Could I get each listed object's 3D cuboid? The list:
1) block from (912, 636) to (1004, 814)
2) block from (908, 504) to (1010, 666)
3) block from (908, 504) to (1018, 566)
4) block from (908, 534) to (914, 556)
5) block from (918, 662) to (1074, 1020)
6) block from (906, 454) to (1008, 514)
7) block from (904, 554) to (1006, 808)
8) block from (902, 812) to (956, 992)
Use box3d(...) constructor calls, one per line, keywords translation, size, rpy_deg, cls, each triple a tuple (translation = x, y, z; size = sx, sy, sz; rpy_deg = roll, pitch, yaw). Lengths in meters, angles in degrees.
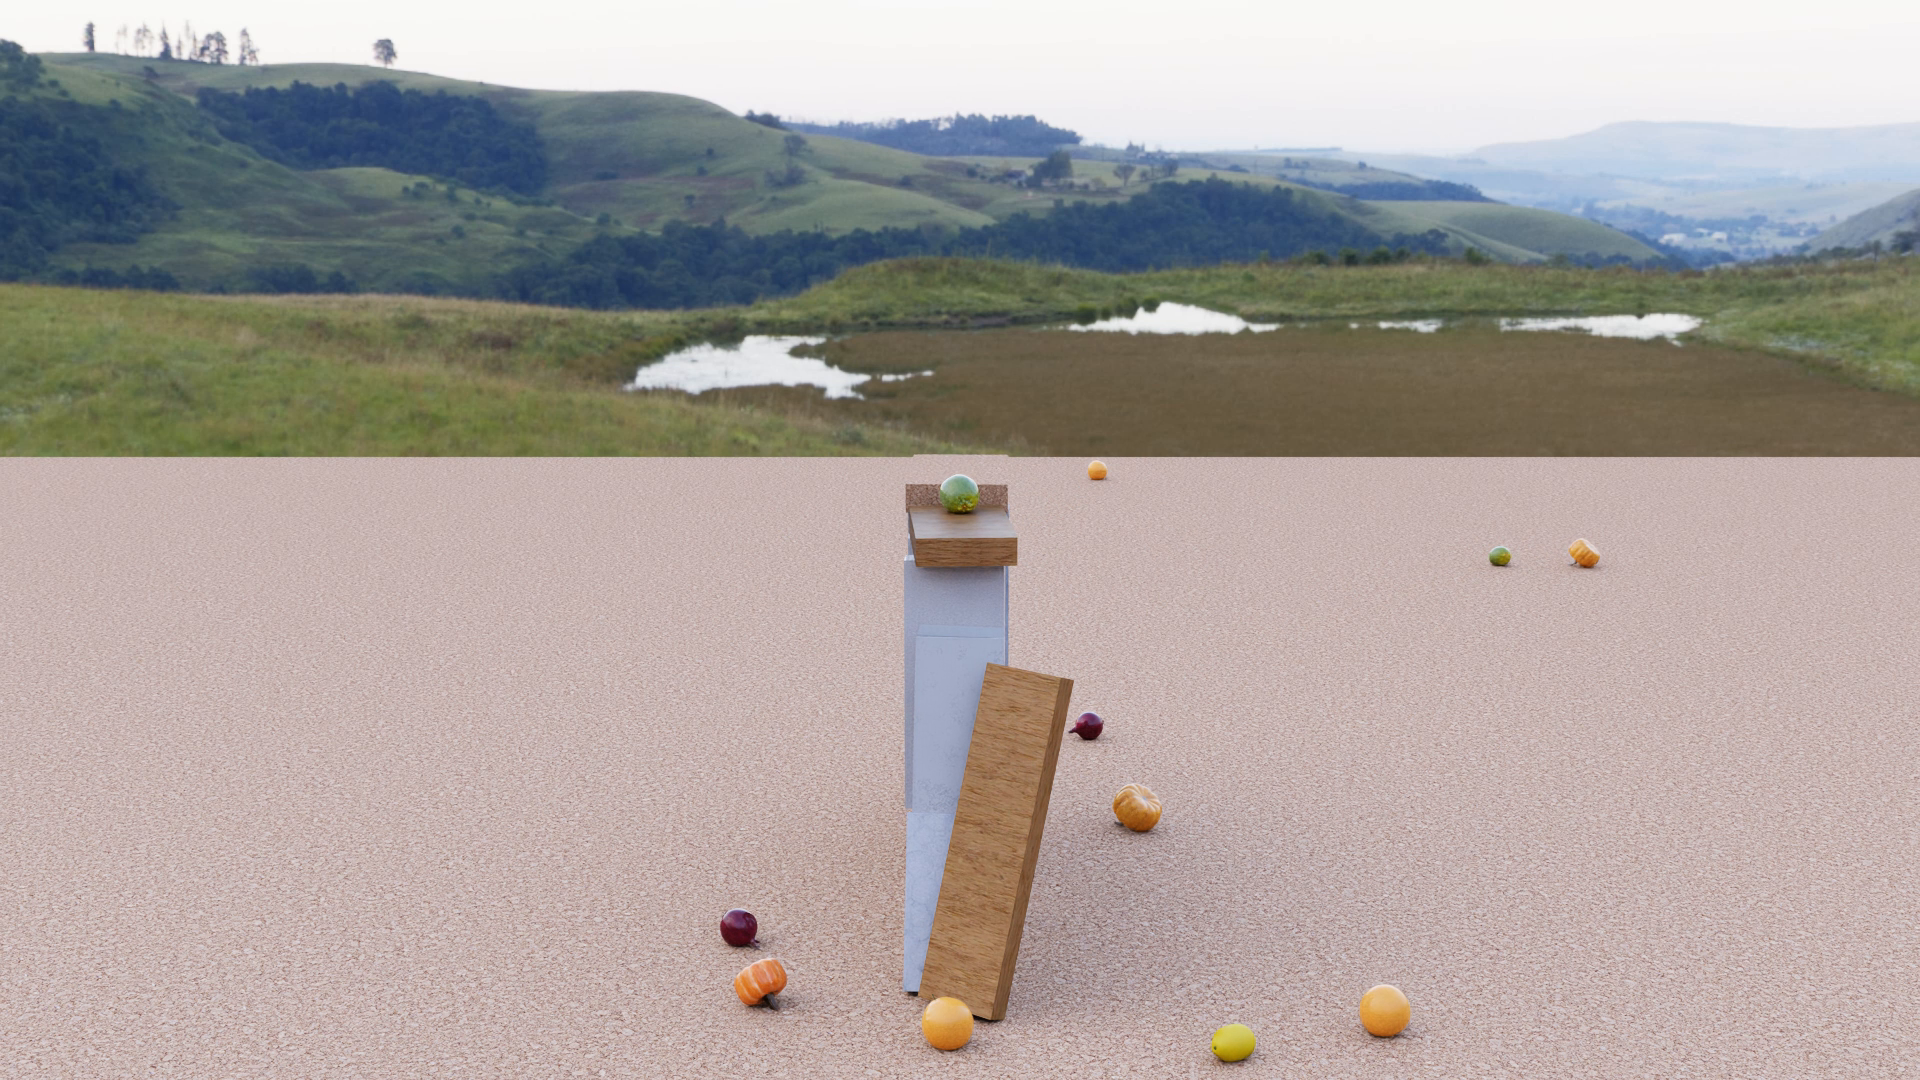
box3d(translation=(-0.003, 0.275, 3.268), size=(0.130, 0.260, 0.037), rpy_deg=(1, -2, 1), cls="block")
box3d(translation=(-0.002, 0.107, 3.610), size=(0.164, 0.328, 0.046), rpy_deg=(0, 11, 2), cls="block")
box3d(translation=(0.001, -0.009, 3.373), size=(0.149, 0.042, 0.299), rpy_deg=(-1, 10, -3), cls="block")
box3d(translation=(-0.007, 0.141, 3.505), size=(0.149, 0.299, 0.042), rpy_deg=(0, 10, 1), cls="block")
box3d(translation=(0.052, 0.433, 3.185), size=(0.130, 0.495, 0.037), rpy_deg=(10, -4, 35), cls="block")
box3d(translation=(-0.002, -0.096, 3.681), size=(0.164, 0.046, 0.328), rpy_deg=(0, 11, 1), cls="block")
box3d(translation=(-0.008, 0.217, 3.328), size=(0.149, 0.385, 0.042), rpy_deg=(1, 10, 3), cls="block")
box3d(translation=(-0.015, 0.535, 3.251), size=(0.130, 0.260, 0.037), rpy_deg=(1, -4, 5), cls="block")
